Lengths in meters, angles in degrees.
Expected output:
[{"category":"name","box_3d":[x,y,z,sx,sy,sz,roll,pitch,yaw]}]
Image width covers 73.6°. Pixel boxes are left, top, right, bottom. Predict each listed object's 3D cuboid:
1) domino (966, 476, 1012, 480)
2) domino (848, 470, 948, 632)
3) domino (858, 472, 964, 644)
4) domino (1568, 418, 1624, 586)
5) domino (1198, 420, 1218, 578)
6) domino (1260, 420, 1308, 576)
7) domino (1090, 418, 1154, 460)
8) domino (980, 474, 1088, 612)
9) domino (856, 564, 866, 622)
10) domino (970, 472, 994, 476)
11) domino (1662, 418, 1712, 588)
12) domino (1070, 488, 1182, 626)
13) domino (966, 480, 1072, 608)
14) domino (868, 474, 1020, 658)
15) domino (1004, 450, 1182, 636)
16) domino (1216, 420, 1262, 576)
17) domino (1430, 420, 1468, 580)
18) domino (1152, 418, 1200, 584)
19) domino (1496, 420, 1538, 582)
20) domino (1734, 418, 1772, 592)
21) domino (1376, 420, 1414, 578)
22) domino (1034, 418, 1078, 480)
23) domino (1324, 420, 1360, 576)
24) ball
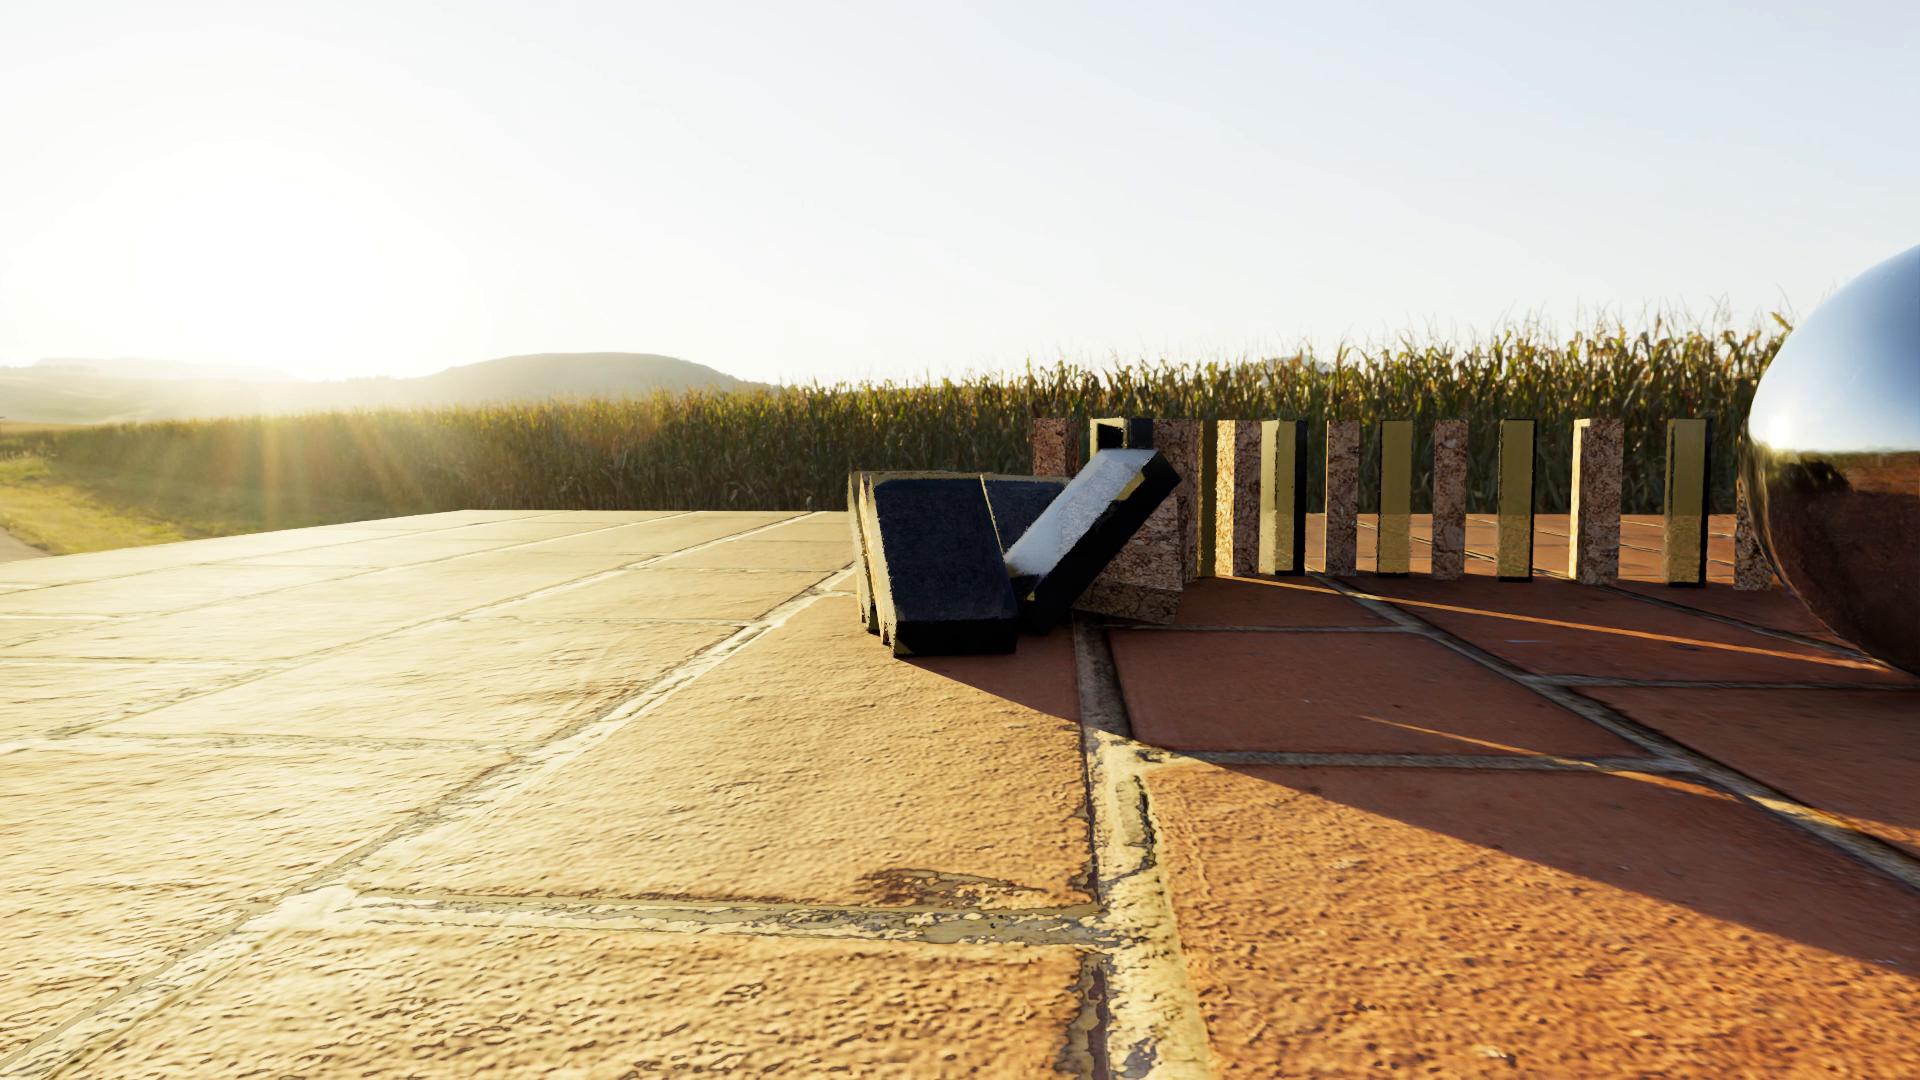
[{"category":"domino","box_3d":[0.008,-0.001,0.371,0.025,0.010,0.050,-2,33,-13]},{"category":"domino","box_3d":[-0.012,0.002,0.308,0.025,0.010,0.050,-1,38,-11]},{"category":"domino","box_3d":[-0.008,0.003,0.292,0.025,0.010,0.050,-1,38,-11]},{"category":"domino","box_3d":[0.197,-0.012,0.398,0.009,0.050,0.025,1,4,16]},{"category":"domino","box_3d":[0.069,-0.014,0.414,0.025,0.050,0.009,4,6,40]},{"category":"domino","box_3d":[0.107,-0.014,0.427,0.009,0.050,0.025,0,4,2]},{"category":"domino","box_3d":[0.049,-0.012,0.389,0.009,0.050,0.025,-1,4,-16]},{"category":"domino","box_3d":[0.021,0.000,0.335,0.025,0.010,0.050,2,33,-9]},{"category":"domino","box_3d":[-0.014,0.013,0.331,0.025,0.010,0.050,0,4,-6]},{"category":"domino","box_3d":[0.003,-0.004,0.393,0.025,0.010,0.050,-4,33,-9]},{"category":"domino","box_3d":[0.221,-0.012,0.390,0.009,0.050,0.025,2,5,24]},{"category":"domino","box_3d":[0.041,0.001,0.320,0.025,0.009,0.050,9,32,1]},{"category":"domino","box_3d":[0.013,0.000,0.351,0.025,0.010,0.050,-1,33,-14]},{"category":"domino","box_3d":[-0.005,0.004,0.275,0.025,0.010,0.050,-1,38,-11]},{"category":"domino","box_3d":[0.027,-0.001,0.300,0.050,0.009,0.025,-47,22,-16]},{"category":"domino","box_3d":[0.089,-0.014,0.425,0.009,0.050,0.025,-1,4,-15]},{"category":"domino","box_3d":[0.158,-0.013,0.412,0.010,0.050,0.025,2,5,22]},{"category":"domino","box_3d":[0.061,-0.012,0.401,0.025,0.050,0.009,3,5,32]},{"category":"domino","box_3d":[0.176,-0.013,0.405,0.009,0.050,0.025,2,5,21]},{"category":"domino","box_3d":[0.237,-0.011,0.382,0.009,0.050,0.025,3,5,31]},{"category":"domino","box_3d":[0.142,-0.014,0.419,0.009,0.050,0.025,2,5,21]},{"category":"domino","box_3d":[0.029,-0.012,0.391,0.009,0.050,0.025,1,4,14]},{"category":"domino","box_3d":[0.126,-0.014,0.424,0.009,0.050,0.025,1,4,15]},{"category":"ball","box_3d":[0.179,-0.014,0.217,0.080,0.080,0.080,0,4,0]}]
